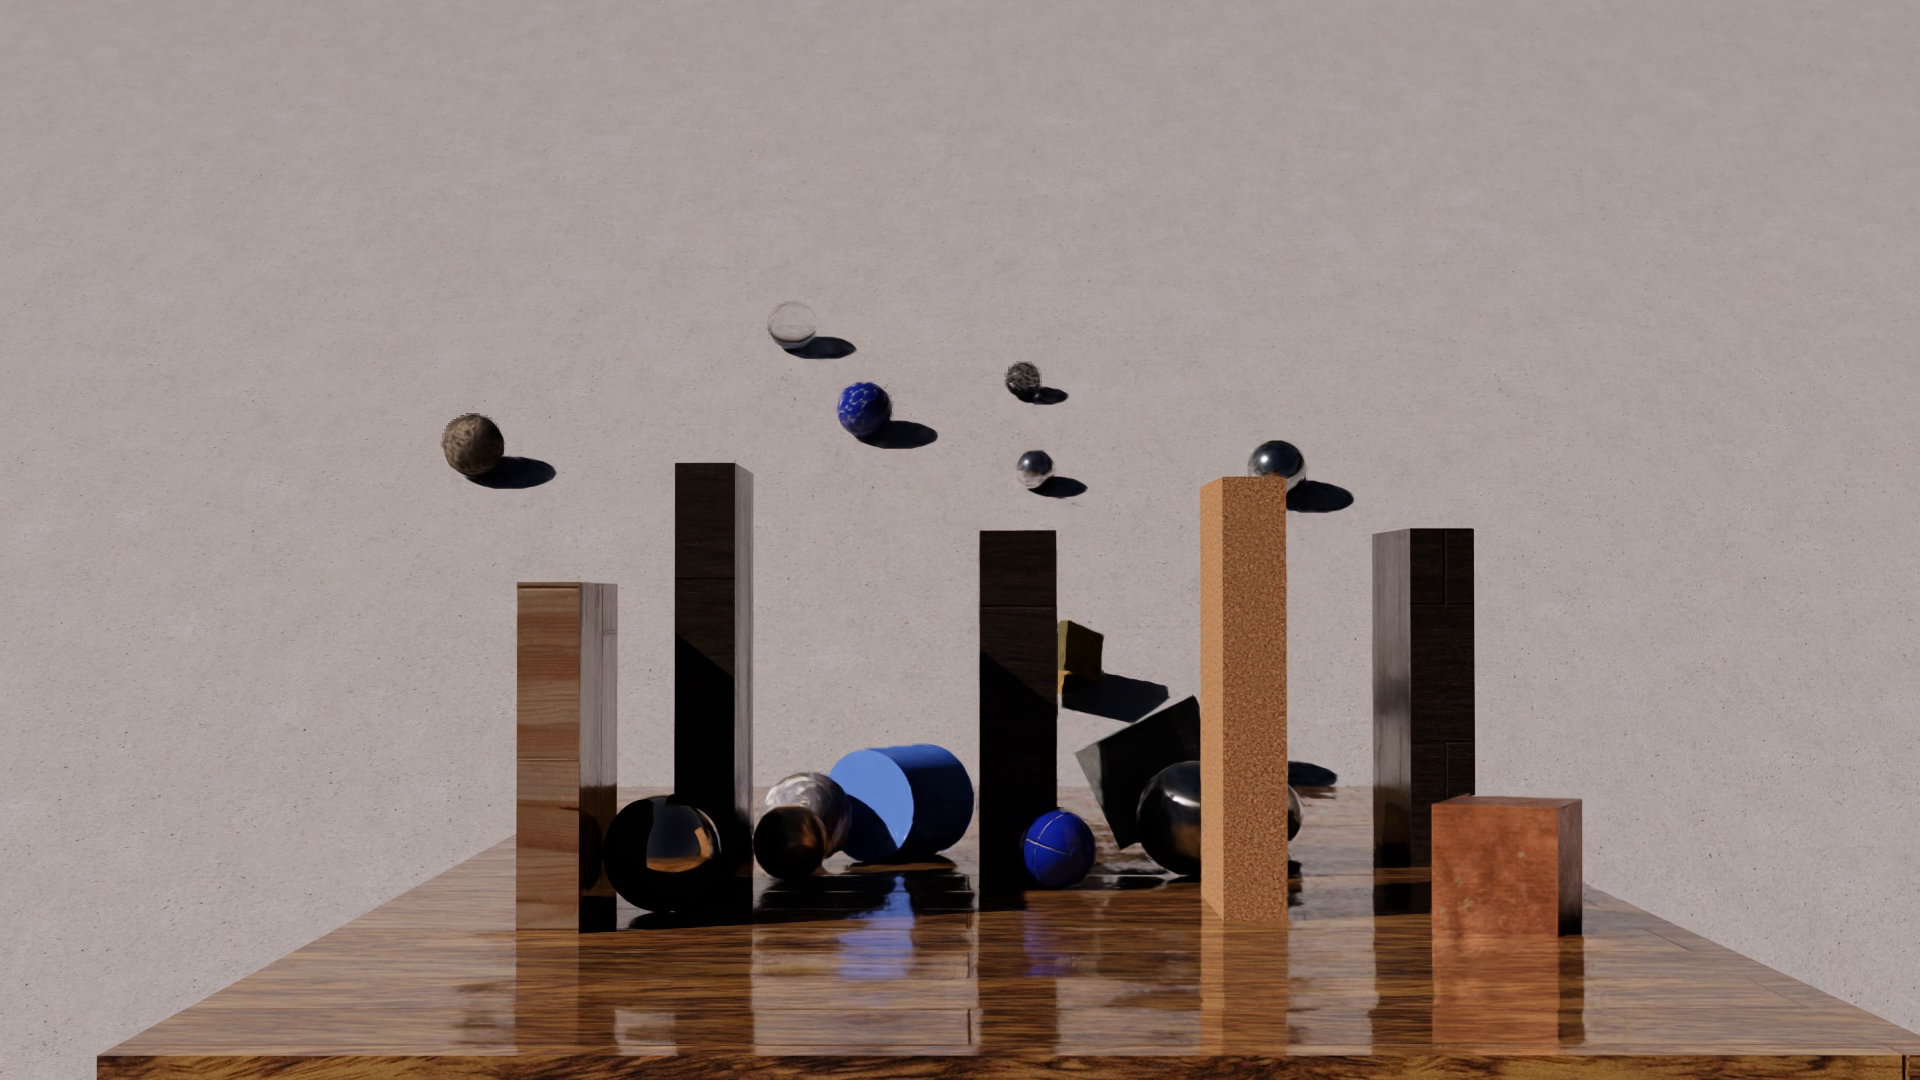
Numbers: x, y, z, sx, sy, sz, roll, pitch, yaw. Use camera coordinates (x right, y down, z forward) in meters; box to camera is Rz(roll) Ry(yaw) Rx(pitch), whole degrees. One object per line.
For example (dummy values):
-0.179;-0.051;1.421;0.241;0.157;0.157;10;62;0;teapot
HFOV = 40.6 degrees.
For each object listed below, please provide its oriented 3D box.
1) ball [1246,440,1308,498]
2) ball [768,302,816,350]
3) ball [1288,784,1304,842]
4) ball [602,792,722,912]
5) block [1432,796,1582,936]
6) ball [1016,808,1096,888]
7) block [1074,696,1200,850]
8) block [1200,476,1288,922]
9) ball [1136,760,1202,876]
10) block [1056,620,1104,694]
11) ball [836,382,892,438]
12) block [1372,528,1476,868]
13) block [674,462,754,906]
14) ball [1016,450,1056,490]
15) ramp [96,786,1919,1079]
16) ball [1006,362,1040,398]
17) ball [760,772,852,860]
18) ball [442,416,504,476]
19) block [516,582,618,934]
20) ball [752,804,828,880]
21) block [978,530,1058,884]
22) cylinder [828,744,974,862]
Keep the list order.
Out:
0.984;-0.218;8.054;0.186;0.186;0.186;0;34;0;ball
-0.571;-0.729;8.844;0.162;0.162;0.162;0;34;0;ball
0.605;0.536;5.095;0.139;0.139;0.139;0;34;0;ball
-0.465;0.489;4.059;0.186;0.186;0.186;0;34;0;ball
0.821;0.485;3.888;0.185;0.185;0.185;-1;-1;24;block
0.162;0.522;4.389;0.134;0.134;0.134;0;34;0;ball
0.373;0.437;4.898;0.199;0.199;0.199;-27;-5;20;block
0.449;0.245;4.129;0.097;0.675;0.365;0;-1;0;block
0.412;0.492;4.586;0.204;0.204;0.204;0;34;0;ball
0.290;0.325;7.178;0.146;0.146;0.146;-18;58;43;block
-0.308;-0.421;8.366;0.179;0.179;0.179;0;34;0;ball
0.881;0.293;4.953;0.117;0.618;0.433;0;-1;0;block
-0.409;0.234;4.344;0.097;0.708;0.374;0;-1;0;block
0.235;-0.221;8.114;0.124;0.124;0.124;0;34;0;ball
0.074;0.648;4.778;2.000;0.100;4.000;0;-1;0;ramp
0.209;-0.530;8.588;0.115;0.115;0.115;0;34;0;ball
-0.284;0.514;4.804;0.170;0.170;0.170;0;34;0;ball
-1.532;-0.297;8.168;0.191;0.191;0.191;0;34;0;ball
-0.604;0.324;4.012;0.092;0.514;0.424;0;-1;0;block
-0.295;0.526;4.516;0.131;0.131;0.131;0;34;0;ball
0.101;0.290;4.598;0.132;0.607;0.275;0;-1;0;block
-0.117;0.497;4.922;0.208;0.208;0.208;23;11;31;cylinder
